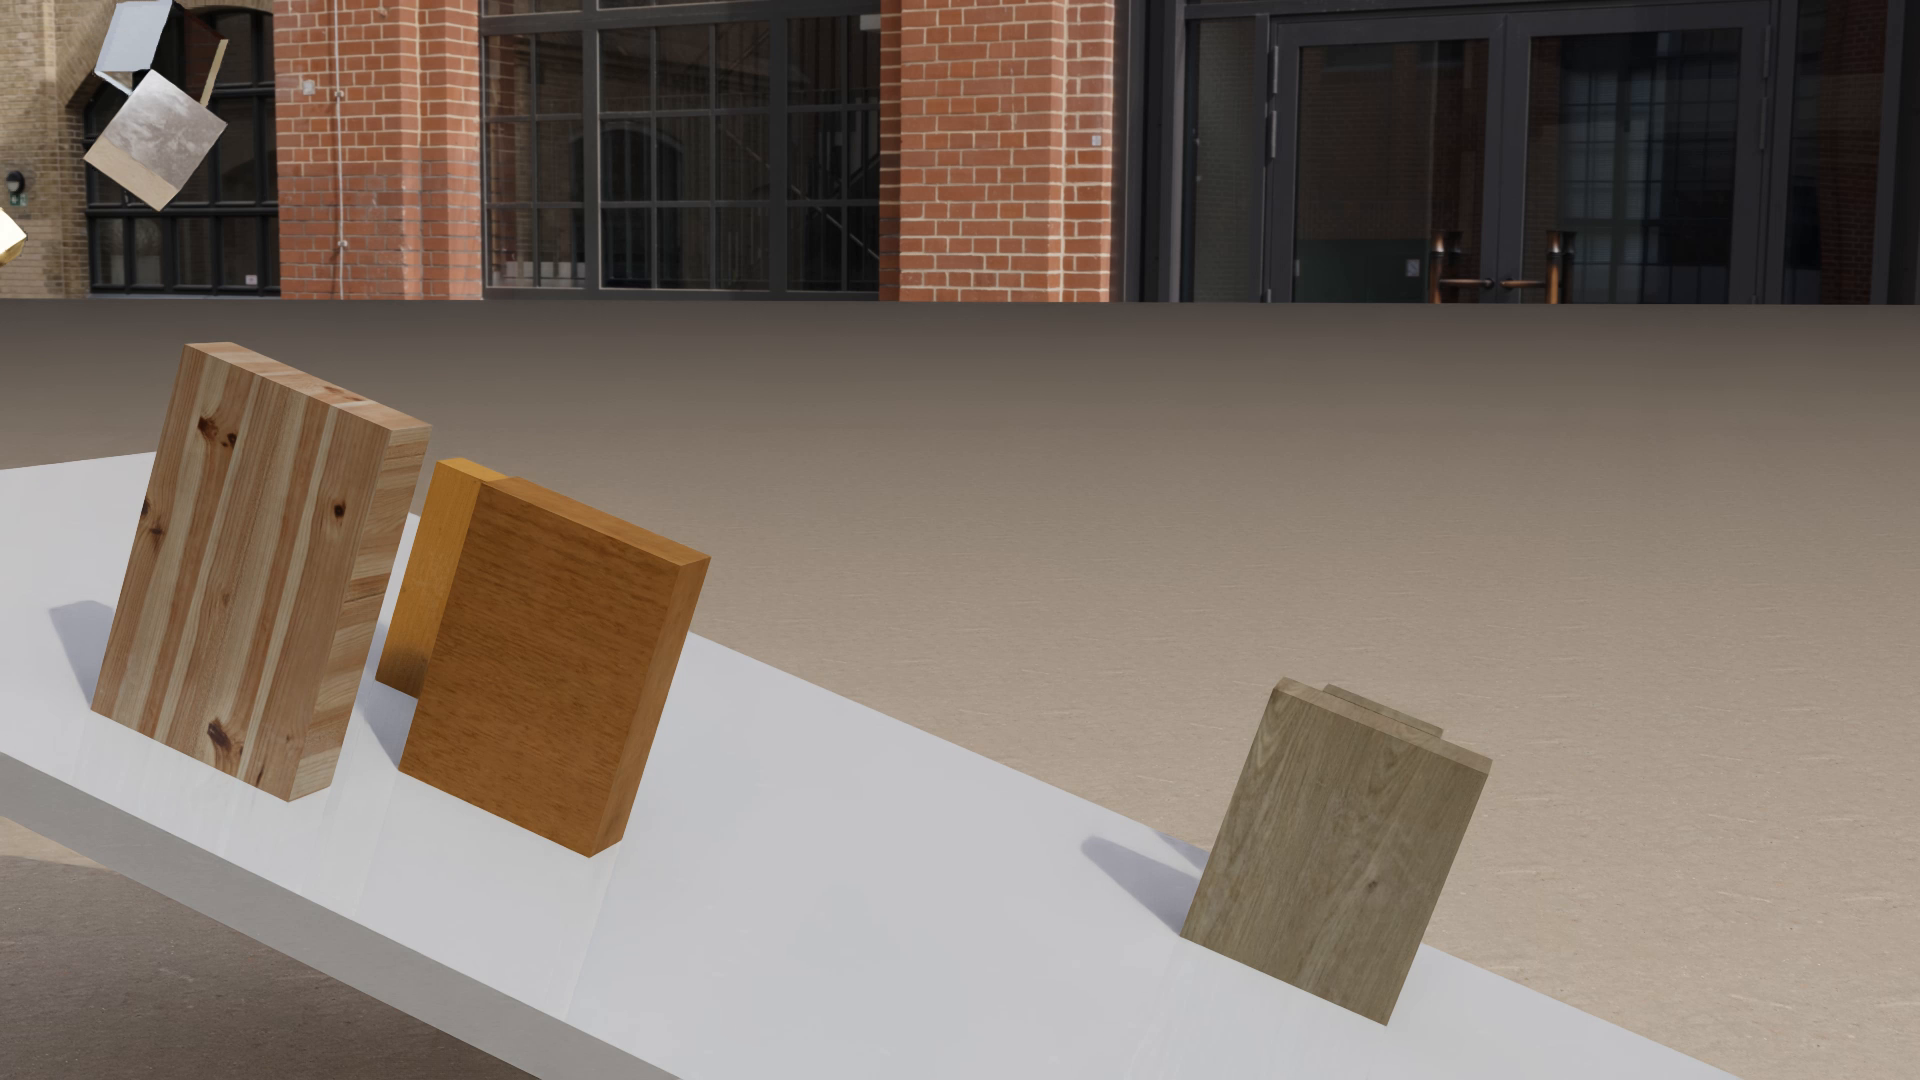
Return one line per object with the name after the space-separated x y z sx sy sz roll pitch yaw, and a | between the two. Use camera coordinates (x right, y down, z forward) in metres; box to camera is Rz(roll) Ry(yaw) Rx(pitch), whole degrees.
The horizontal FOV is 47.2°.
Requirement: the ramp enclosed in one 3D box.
-0.341 0.630 4.216 4.000 0.100 2.000 22 12 14 | ramp

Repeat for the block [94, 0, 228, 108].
-1.743 -1.057 4.802 0.169 0.169 0.169 5 -16 28 | block

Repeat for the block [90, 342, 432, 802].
-1.178 0.050 3.697 0.407 0.662 0.125 22 12 14 | block

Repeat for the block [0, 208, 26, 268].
-1.887 -0.580 4.235 0.109 0.109 0.109 -46 11 -30 | block

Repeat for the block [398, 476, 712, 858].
-0.721 0.221 3.893 0.397 0.553 0.130 22 12 14 | block

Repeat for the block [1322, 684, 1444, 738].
0.815 0.591 4.695 0.261 0.502 0.089 22 12 14 | block

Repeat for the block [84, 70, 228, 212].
-1.733 -0.859 4.737 0.187 0.187 0.187 37 -25 -24 | block

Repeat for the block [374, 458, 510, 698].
-0.924 0.113 4.285 0.313 0.461 0.094 22 12 14 | block

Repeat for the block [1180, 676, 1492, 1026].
0.746 0.615 4.379 0.440 0.547 0.137 22 12 14 | block
